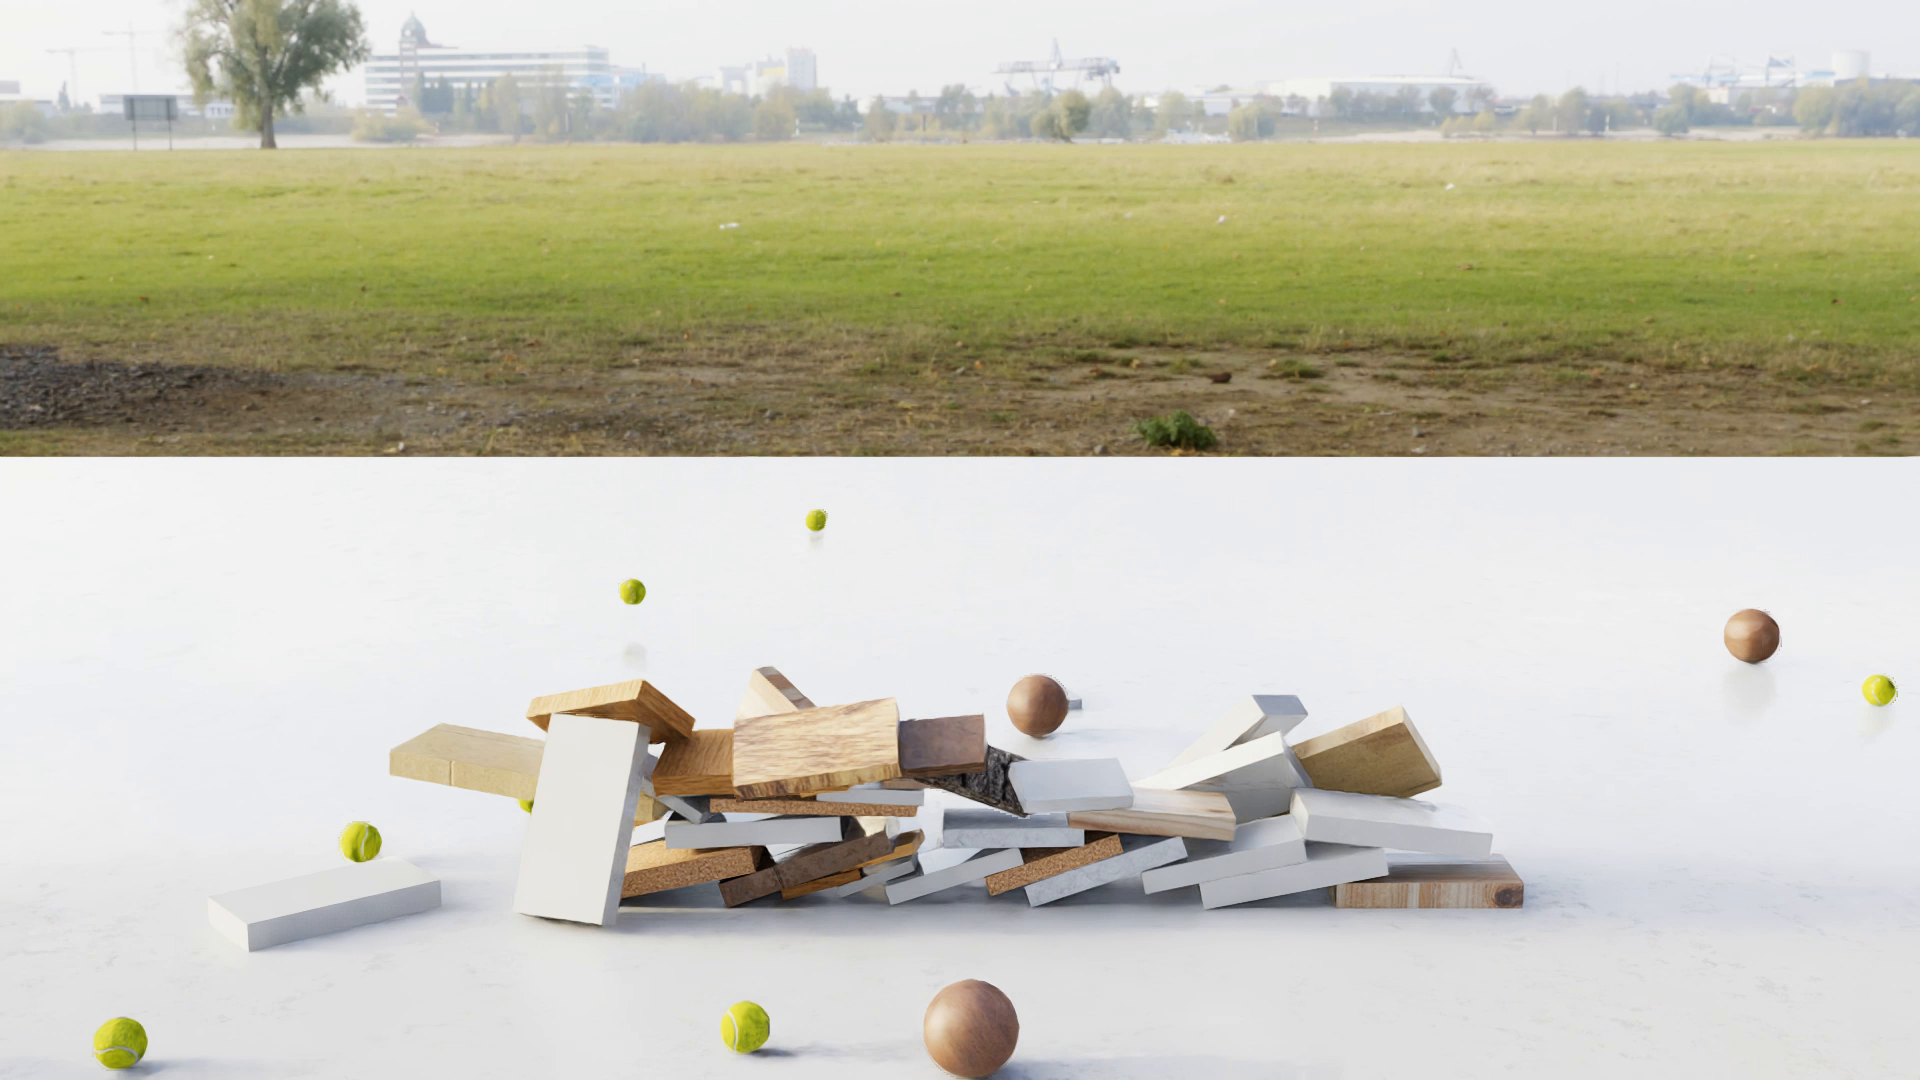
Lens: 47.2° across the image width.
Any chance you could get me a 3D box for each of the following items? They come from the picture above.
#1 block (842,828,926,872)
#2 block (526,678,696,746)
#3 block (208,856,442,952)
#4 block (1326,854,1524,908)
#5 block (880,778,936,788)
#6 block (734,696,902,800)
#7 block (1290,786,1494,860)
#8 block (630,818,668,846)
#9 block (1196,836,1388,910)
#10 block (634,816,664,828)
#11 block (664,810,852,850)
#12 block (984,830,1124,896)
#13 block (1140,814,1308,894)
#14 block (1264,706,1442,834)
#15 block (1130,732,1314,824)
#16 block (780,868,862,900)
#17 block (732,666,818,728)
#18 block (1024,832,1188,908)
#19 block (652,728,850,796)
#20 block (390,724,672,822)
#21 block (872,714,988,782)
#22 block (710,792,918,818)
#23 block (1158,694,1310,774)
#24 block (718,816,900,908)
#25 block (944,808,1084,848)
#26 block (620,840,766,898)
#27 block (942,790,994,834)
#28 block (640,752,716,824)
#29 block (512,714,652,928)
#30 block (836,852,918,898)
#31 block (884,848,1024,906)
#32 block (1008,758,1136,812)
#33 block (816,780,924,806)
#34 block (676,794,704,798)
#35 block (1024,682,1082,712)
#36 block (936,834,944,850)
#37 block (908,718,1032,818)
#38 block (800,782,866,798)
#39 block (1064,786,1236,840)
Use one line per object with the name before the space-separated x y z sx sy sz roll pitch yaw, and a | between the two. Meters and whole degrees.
block | -0.129 0.514 3.645 0.134 0.019 0.067 -17 9 18
block | -0.580 0.296 3.647 0.264 0.037 0.132 -12 -41 36
block | -1.028 0.586 3.564 0.325 0.046 0.162 -9 14 -39
block | 0.769 0.568 3.670 0.305 0.043 0.153 0 11 0
block | -0.045 0.386 3.638 0.175 0.025 0.088 1 11 -9
block | -0.228 0.332 3.507 0.264 0.037 0.132 -9 48 5
block | 0.714 0.469 3.657 0.305 0.043 0.153 6 10 -2
block | -0.533 0.527 3.944 0.080 0.023 0.492 10 15 43
block | 0.545 0.540 3.659 0.305 0.043 0.153 -11 10 2
block | -0.595 0.505 4.064 0.080 0.023 0.159 -3 11 -14
block | -0.333 0.466 3.666 0.292 0.041 0.146 -3 10 5
block | 0.153 0.522 3.654 0.230 0.033 0.115 -19 10 3
block | 0.431 0.521 3.655 0.269 0.038 0.135 -12 10 2
block | 0.655 0.408 3.802 0.313 0.157 0.044 -24 28 22
block | 0.433 0.439 3.765 0.313 0.157 0.044 -22 43 17
block | -0.230 0.563 3.666 0.134 0.019 0.067 -15 10 2
block | -0.258 0.392 3.870 0.365 0.155 0.044 39 30 31
block | 0.238 0.530 3.658 0.269 0.038 0.135 -19 10 3
block | -0.330 0.359 3.586 0.321 0.037 0.132 -3 29 10
block | -0.716 0.397 3.776 0.504 0.046 0.162 7 15 18
block | -0.051 0.331 3.515 0.186 0.026 0.093 -6 50 7
block | -0.240 0.429 3.619 0.336 0.022 0.078 2 11 -4
block | 0.451 0.381 3.851 0.157 0.313 0.044 5 47 -52
block | -0.248 0.523 3.655 0.292 0.041 0.146 -19 9 6
block | 0.088 0.475 3.639 0.229 0.033 0.115 -1 11 0
block | -0.479 0.539 3.667 0.292 0.041 0.146 -11 10 4
block | 0.047 0.490 4.090 0.155 0.044 0.310 0 11 0
block | -0.476 0.411 3.644 0.157 0.022 0.078 29 21 14
block | -0.610 0.451 3.557 0.162 0.325 0.046 4 -14 20
block | -0.137 0.554 3.670 0.134 0.019 0.067 -21 10 9
block | -0.008 0.540 3.660 0.229 0.033 0.115 -18 10 4
block | 0.181 0.398 3.575 0.186 0.026 0.093 0 36 -19
block | -0.146 0.409 3.624 0.176 0.025 0.088 3 11 -1
block | -0.388 0.384 3.617 0.157 0.022 0.078 -7 29 3
block | 0.206 0.349 4.904 0.080 0.023 0.159 -3 11 -17
block | 0.067 0.540 3.864 0.199 0.028 0.099 -3 11 -13
block | 0.012 0.371 3.581 0.232 0.026 0.093 20 51 -12
block | -0.181 0.368 3.595 0.176 0.025 0.088 -13 28 -5
block | 0.311 0.448 3.636 0.269 0.038 0.135 5 10 -2
